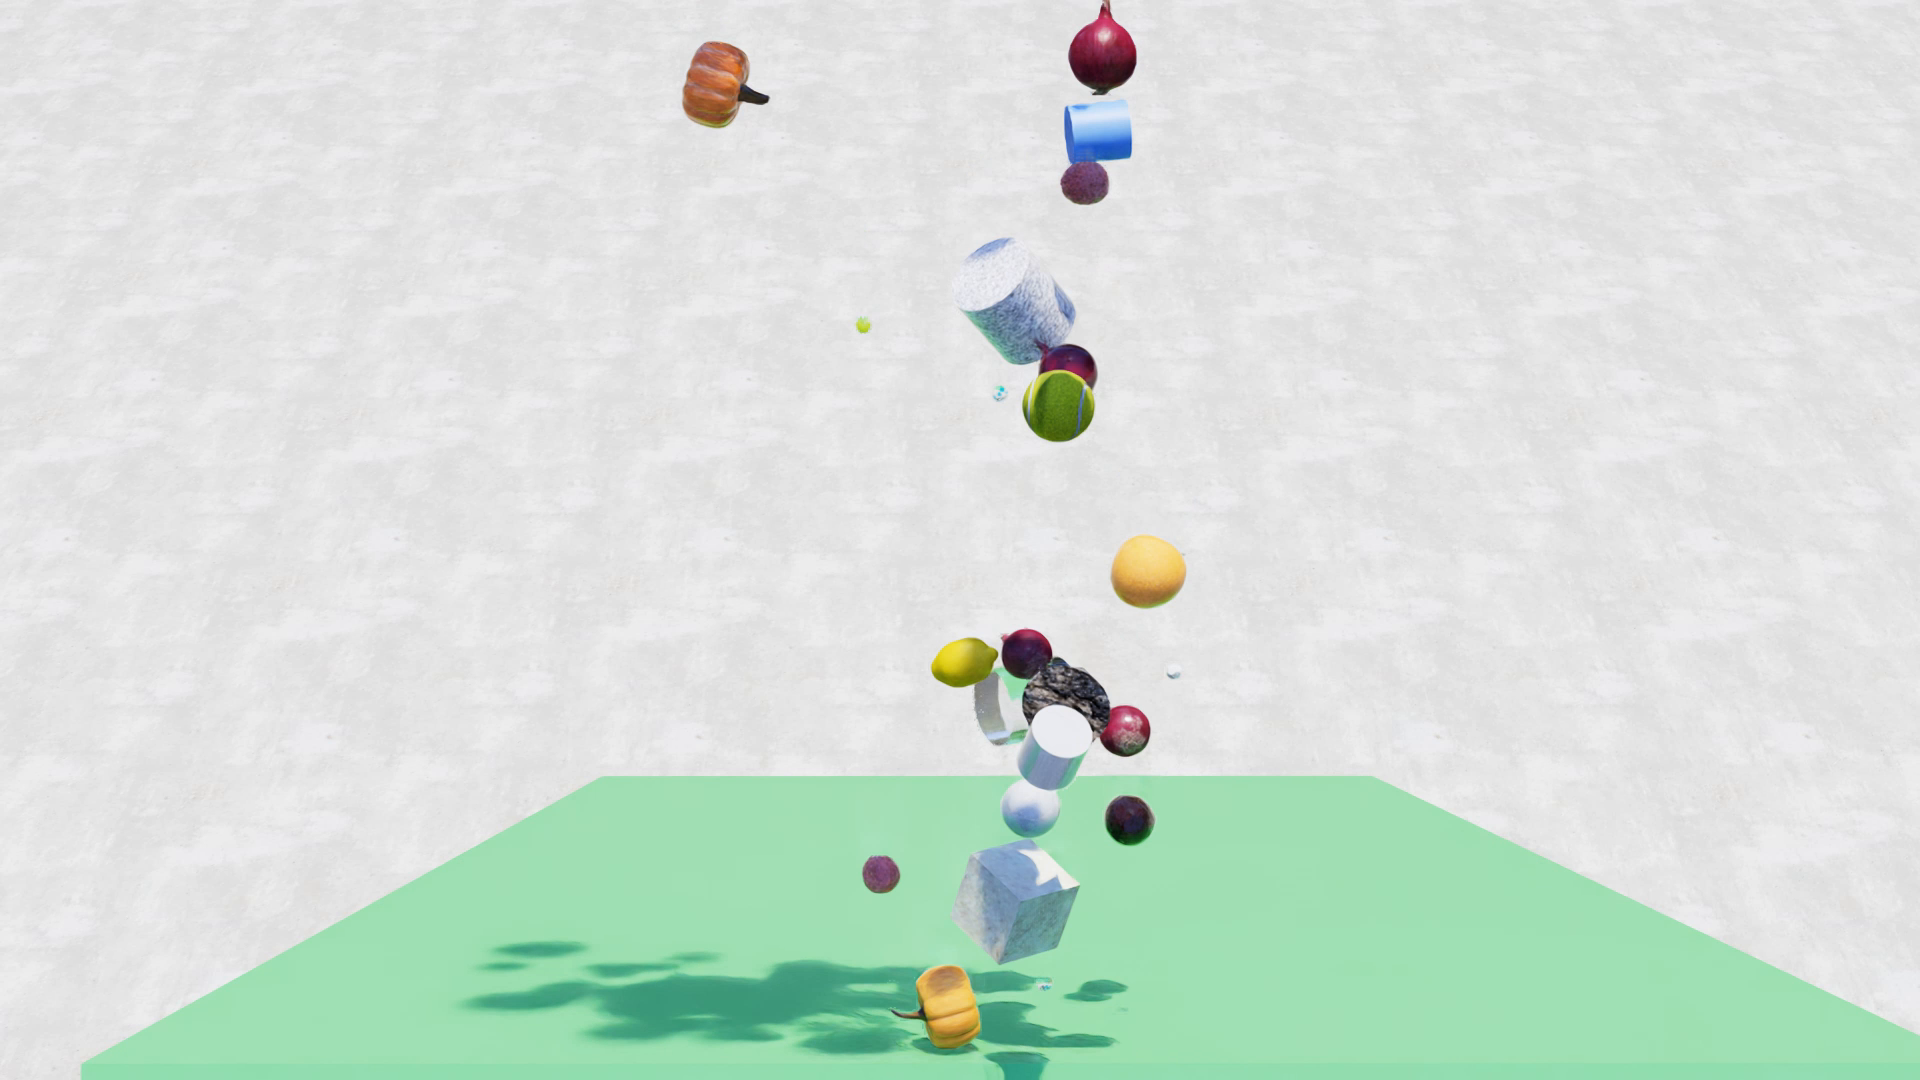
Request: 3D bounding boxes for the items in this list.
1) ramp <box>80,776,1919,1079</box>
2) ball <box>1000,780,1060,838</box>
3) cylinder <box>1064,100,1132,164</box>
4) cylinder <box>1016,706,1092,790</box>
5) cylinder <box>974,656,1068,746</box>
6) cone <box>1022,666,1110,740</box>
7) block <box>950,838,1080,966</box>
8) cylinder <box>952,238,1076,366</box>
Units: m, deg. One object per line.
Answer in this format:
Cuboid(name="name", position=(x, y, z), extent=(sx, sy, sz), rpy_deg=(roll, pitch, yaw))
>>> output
Cuboid(name="ramp", position=(0.072, 0.632, 4.733), extent=(2.000, 0.100, 4.000), rpy_deg=(0, -1, 0))
Cuboid(name="ball", position=(0.079, 0.302, 2.920), extent=(0.067, 0.067, 0.067), rpy_deg=(0, 32, 0))
Cuboid(name="cylinder", position=(0.138, -0.407, 2.586), extent=(0.059, 0.059, 0.059), rpy_deg=(-6, 33, -5))
Cuboid(name="cylinder", position=(0.092, 0.202, 2.522), extent=(0.060, 0.060, 0.060), rpy_deg=(8, 51, -10))
Cuboid(name="cylinder", position=(0.079, 0.190, 3.055), extent=(0.092, 0.092, 0.092), rpy_deg=(-9, 33, -28))
Cuboid(name="cone", position=(0.116, 0.148, 2.616), extent=(0.090, 0.090, 0.090), rpy_deg=(7, 25, 11))
Cuboid(name="block", position=(0.059, 0.394, 2.830), extent=(0.088, 0.088, 0.088), rpy_deg=(-9, 37, -41))
Cuboid(name="cylinder", position=(0.056, -0.247, 2.682), extent=(0.094, 0.094, 0.094), rpy_deg=(-22, 46, 24))
